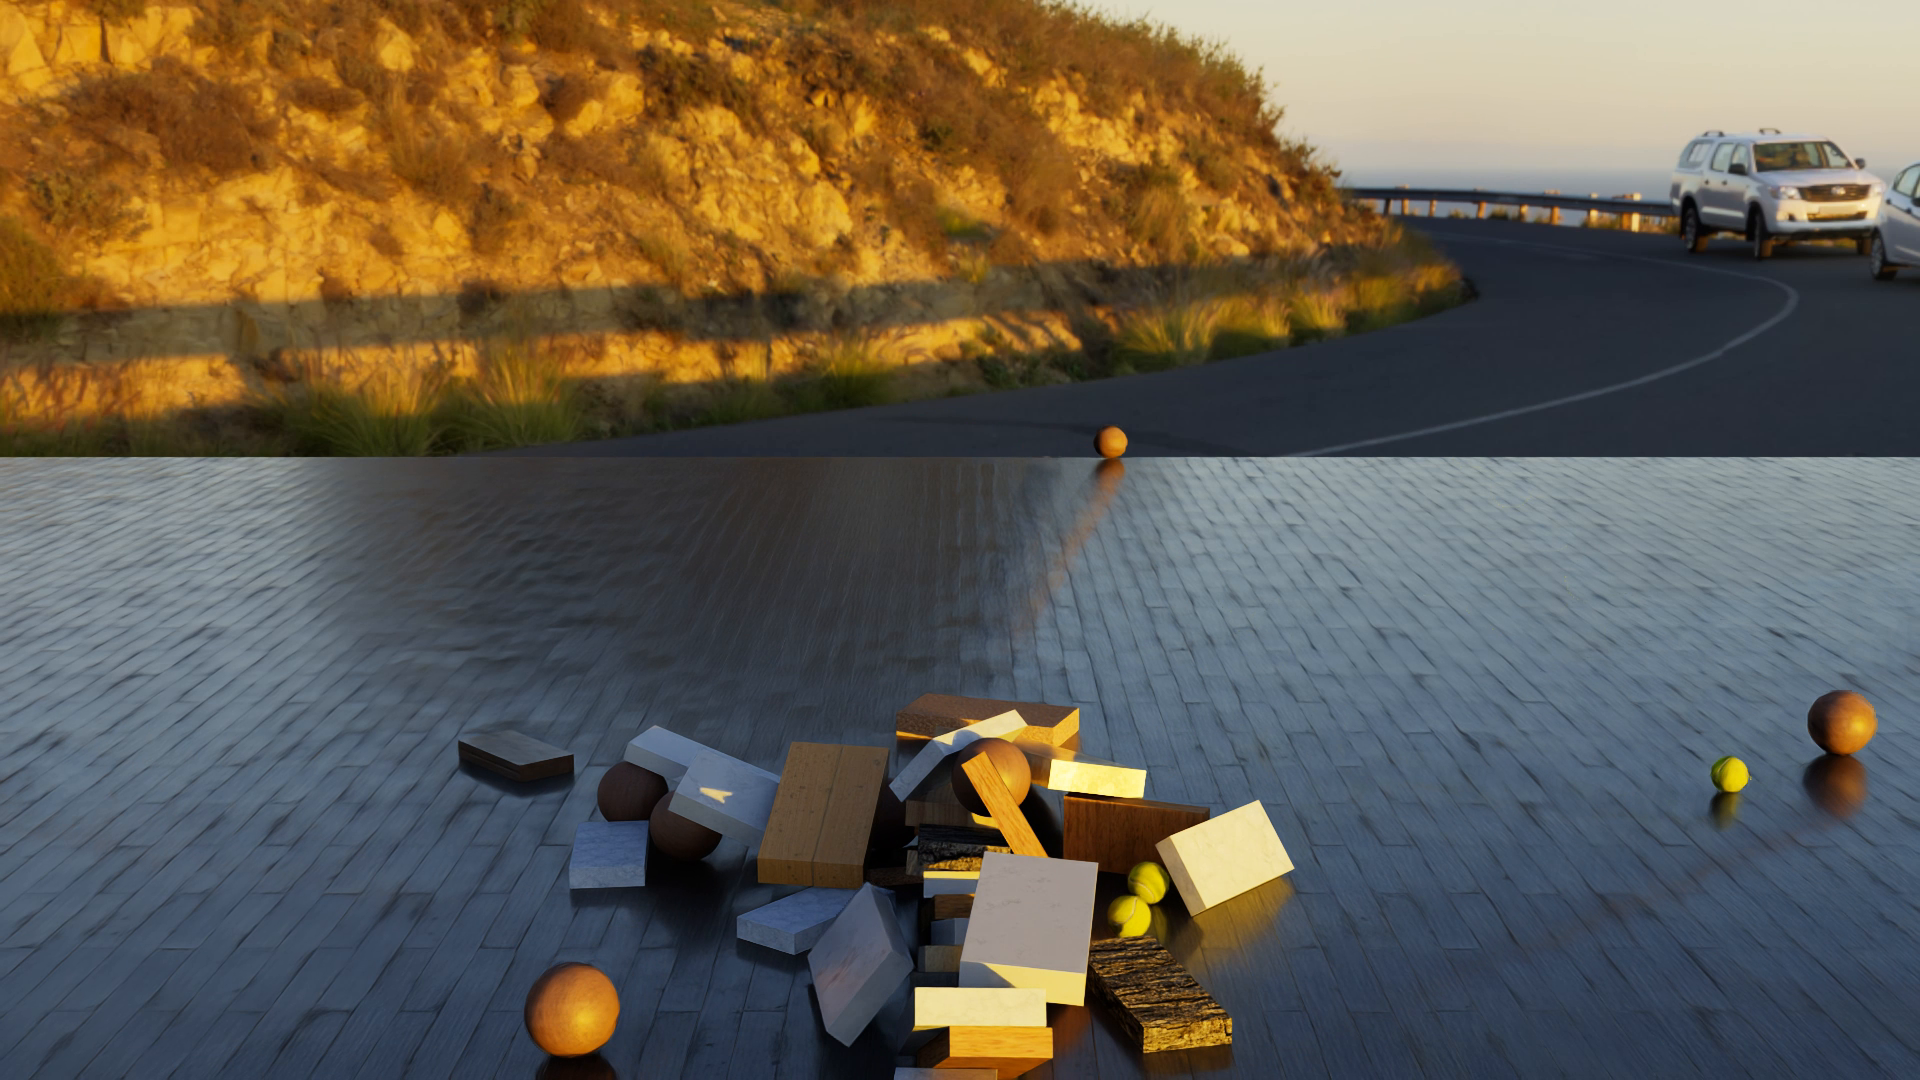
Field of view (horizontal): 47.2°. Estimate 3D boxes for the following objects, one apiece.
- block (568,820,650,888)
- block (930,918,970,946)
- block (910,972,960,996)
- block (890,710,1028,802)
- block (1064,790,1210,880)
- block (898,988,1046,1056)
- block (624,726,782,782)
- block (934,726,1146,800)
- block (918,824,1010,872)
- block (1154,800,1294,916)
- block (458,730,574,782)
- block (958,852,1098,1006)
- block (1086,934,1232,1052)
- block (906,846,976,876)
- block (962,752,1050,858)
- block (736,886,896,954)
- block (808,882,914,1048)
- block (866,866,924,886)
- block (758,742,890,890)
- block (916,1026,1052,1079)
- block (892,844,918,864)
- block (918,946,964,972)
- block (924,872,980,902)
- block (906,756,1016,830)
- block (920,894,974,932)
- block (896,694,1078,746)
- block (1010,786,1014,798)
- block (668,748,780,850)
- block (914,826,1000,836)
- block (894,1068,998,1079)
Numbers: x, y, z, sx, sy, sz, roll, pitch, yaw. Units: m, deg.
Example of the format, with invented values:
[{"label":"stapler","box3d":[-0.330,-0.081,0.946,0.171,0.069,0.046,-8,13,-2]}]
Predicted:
[{"label":"block","box3d":[-0.607,0.544,3.819,0.125,0.035,0.250,-1,11,-6]},{"label":"block","box3d":[0.038,0.564,3.157,0.128,0.036,0.256,1,-11,-8]},{"label":"block","box3d":[0.012,0.623,3.052,0.162,0.046,0.324,0,-11,-1]},{"label":"block","box3d":[-0.001,0.358,3.664,0.035,0.125,0.250,51,30,17]},{"label":"block","box3d":[0.301,0.509,3.765,0.250,0.125,0.035,4,11,23]},{"label":"block","box3d":[0.010,0.629,2.859,0.162,0.046,0.324,2,-20,-5]},{"label":"block","box3d":[-0.385,0.446,3.980,0.439,0.035,0.122,21,15,11]},{"label":"block","box3d":[0.133,0.409,4.095,0.173,0.049,0.694,9,-2,-17]},{"label":"block","box3d":[0.003,0.481,3.445,0.138,0.039,0.275,4,-2,-1]},{"label":"block","box3d":[0.443,0.527,3.660,0.259,0.130,0.037,-12,-20,-48]},{"label":"block","box3d":[-0.893,0.433,4.420,0.122,0.035,0.244,-9,14,-40]},{"label":"block","box3d":[0.097,0.520,2.974,0.162,0.046,0.324,5,18,5]},{"label":"block","box3d":[0.274,0.657,3.207,0.130,0.037,0.336,-3,11,-14]},{"label":"block","box3d":[-0.005,0.533,3.655,0.138,0.039,0.275,4,-4,6]},{"label":"block","box3d":[0.104,0.475,3.396,0.041,0.313,0.146,-31,-9,-2]},{"label":"block","box3d":[-0.228,0.599,3.524,0.122,0.035,0.244,8,13,37]},{"label":"block","box3d":[-0.147,0.609,3.182,0.041,0.146,0.292,38,2,-13]},{"label":"block","box3d":[-0.104,0.570,3.732,0.104,0.015,0.052,-2,9,-14]},{"label":"block","box3d":[-0.227,0.463,3.733,0.173,0.049,0.346,3,28,4]},{"label":"block","box3d":[0.028,0.660,2.825,0.129,0.036,0.257,3,-20,-10]},{"label":"block","box3d":[-0.060,0.548,3.857,0.104,0.015,0.052,-7,13,-35]},{"label":"block","box3d":[0.008,0.608,3.195,0.128,0.036,0.257,0,-11,-3]},{"label":"block","box3d":[0.015,0.554,3.459,0.138,0.039,0.275,0,-14,0]},{"label":"block","box3d":[0.005,0.426,3.744,0.152,0.043,0.304,5,11,6]},{"label":"block","box3d":[0.014,0.573,3.368,0.128,0.036,0.257,0,-14,-6]},{"label":"block","box3d":[0.059,0.383,4.648,0.346,0.049,0.173,4,11,20]},{"label":"block","box3d":[0.010,0.461,4.008,0.152,0.043,0.304,4,-4,-2]},{"label":"block","box3d":[-0.342,0.470,3.790,0.292,0.041,0.146,24,28,0]},{"label":"block","box3d":[0.009,0.492,3.839,0.152,0.043,0.304,4,-4,4]},{"label":"block","box3d":[-0.024,0.717,2.686,0.130,0.037,0.259,1,11,3]}]
